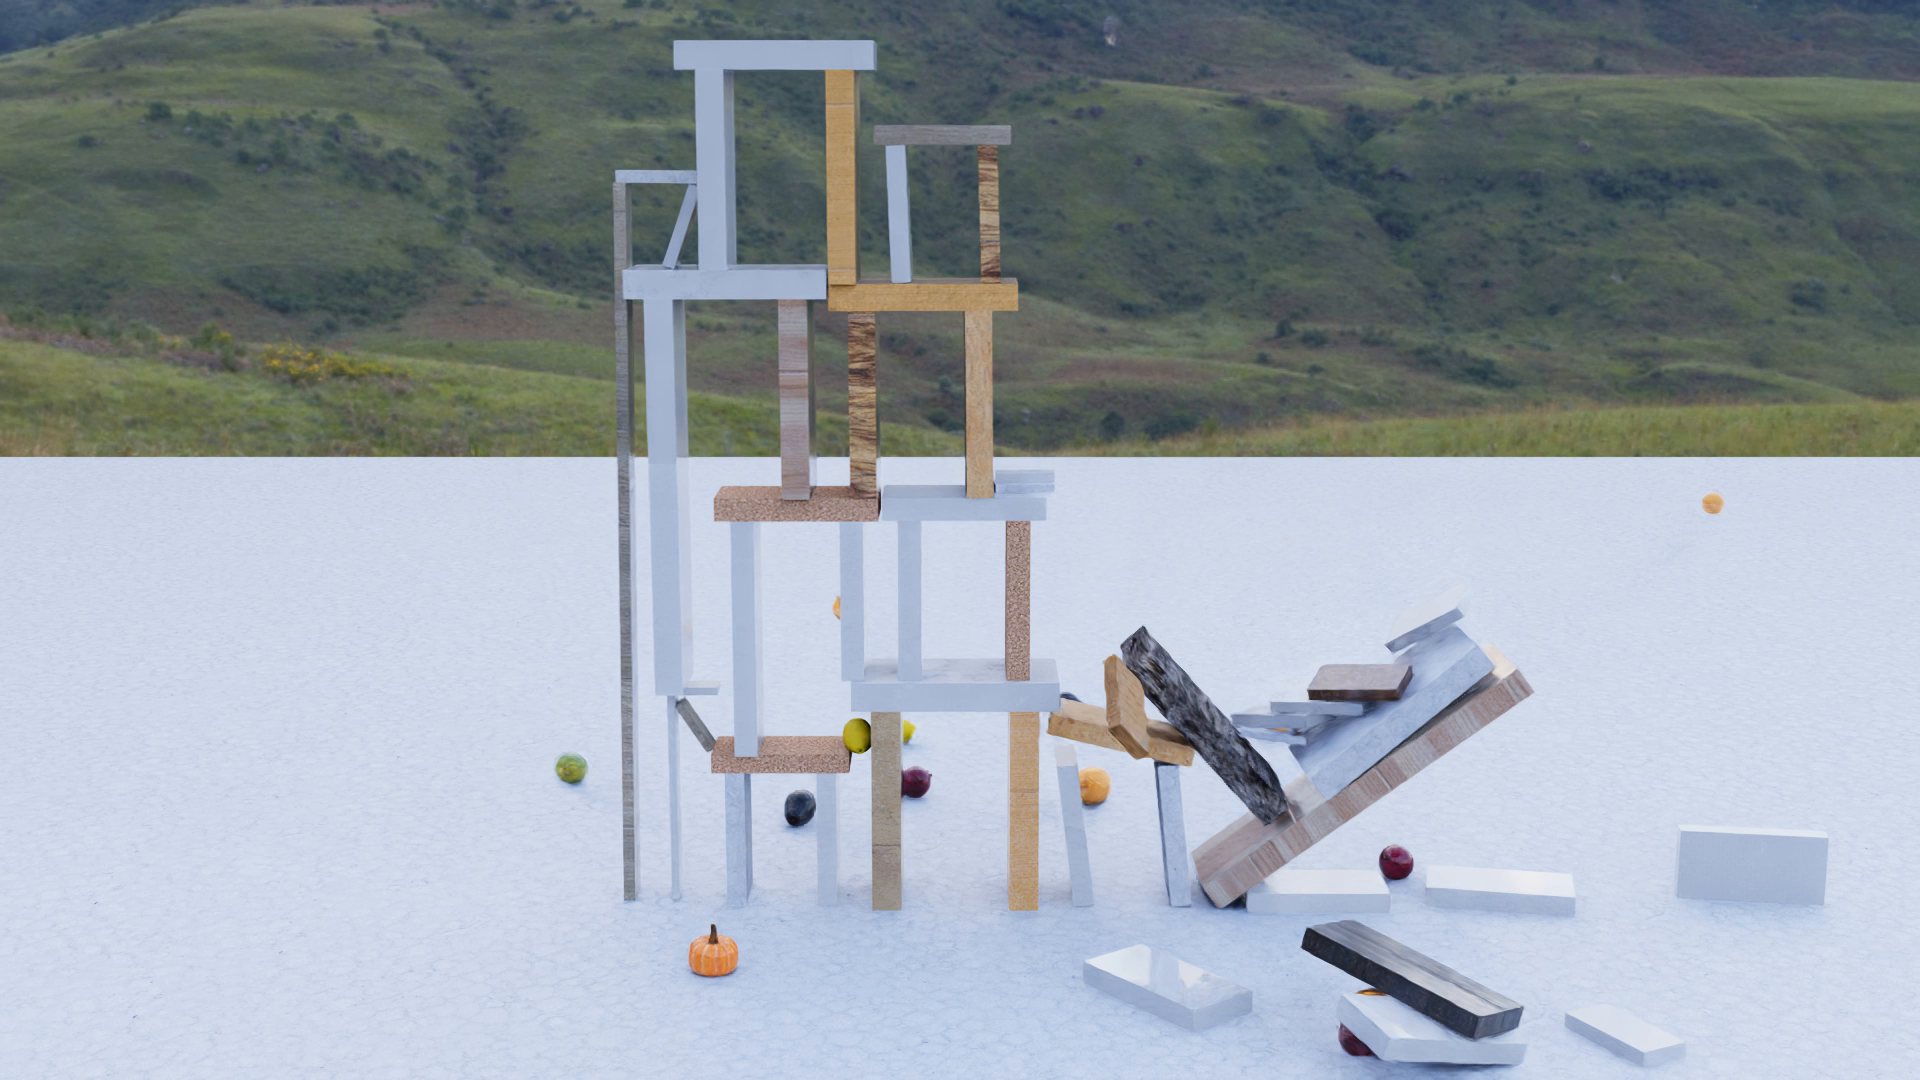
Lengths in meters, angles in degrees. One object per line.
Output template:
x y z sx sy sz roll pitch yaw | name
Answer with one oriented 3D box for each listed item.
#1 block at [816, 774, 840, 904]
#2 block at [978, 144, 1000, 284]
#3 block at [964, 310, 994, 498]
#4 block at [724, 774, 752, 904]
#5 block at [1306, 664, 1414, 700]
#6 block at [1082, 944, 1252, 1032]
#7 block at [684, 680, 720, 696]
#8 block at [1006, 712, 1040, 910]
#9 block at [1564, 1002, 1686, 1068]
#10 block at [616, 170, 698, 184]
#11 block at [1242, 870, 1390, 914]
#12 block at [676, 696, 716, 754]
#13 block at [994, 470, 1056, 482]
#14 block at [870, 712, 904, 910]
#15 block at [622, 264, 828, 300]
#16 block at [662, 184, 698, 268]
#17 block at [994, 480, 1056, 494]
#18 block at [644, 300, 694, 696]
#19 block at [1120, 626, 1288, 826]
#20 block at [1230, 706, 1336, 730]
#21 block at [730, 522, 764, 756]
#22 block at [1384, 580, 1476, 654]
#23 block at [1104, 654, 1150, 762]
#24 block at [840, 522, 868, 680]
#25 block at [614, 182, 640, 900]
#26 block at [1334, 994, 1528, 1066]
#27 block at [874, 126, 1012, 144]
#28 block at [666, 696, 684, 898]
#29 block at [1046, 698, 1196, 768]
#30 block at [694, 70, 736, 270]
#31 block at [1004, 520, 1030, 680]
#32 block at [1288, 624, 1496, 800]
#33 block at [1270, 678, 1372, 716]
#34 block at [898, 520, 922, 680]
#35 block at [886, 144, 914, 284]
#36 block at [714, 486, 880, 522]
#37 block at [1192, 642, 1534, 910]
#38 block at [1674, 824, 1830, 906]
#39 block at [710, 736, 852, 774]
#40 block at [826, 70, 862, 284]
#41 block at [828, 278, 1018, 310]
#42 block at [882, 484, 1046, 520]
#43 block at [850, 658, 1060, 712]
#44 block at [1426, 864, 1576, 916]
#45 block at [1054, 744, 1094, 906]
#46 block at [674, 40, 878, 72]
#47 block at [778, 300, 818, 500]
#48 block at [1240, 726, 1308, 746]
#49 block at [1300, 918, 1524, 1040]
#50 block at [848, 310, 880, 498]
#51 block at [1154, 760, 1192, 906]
-0.218 0.480 3.650 0.032 0.224 0.112 0 11 0 | block
0.046 -0.514 3.461 0.030 0.212 0.106 -1 10 1 | block
0.029 -0.225 3.521 0.042 0.295 0.148 -1 11 -1 | block
-0.367 0.480 3.650 0.032 0.224 0.112 0 11 0 | block
0.653 0.233 3.591 0.155 0.022 0.077 -3 27 32 | block
0.303 0.655 3.228 0.118 0.033 0.236 -8 13 -37 | block
-0.440 0.242 3.602 0.092 0.013 0.046 0 10 0 | block
0.104 0.425 3.641 0.047 0.335 0.167 0 11 0 | block
0.928 0.690 3.070 0.077 0.022 0.155 -5 12 -26 | block
-0.471 -0.572 3.462 0.133 0.019 0.067 0 11 -2 | block
0.584 0.580 3.632 0.233 0.033 0.117 0 11 0 | block
-0.434 0.304 3.614 0.013 0.092 0.046 -33 9 6 | block
0.105 -0.104 3.568 0.096 0.014 0.048 0 11 -1 | block
-0.119 0.425 3.641 0.047 0.335 0.167 0 11 0 | block
-0.365 -0.410 3.485 0.315 0.045 0.158 0 11 0 | block
-0.435 -0.496 3.466 0.019 0.133 0.067 19 10 -3 | block
0.103 -0.086 3.549 0.096 0.014 0.048 -1 11 -6 | block
-0.468 -0.076 3.547 0.045 0.634 0.157 0 11 0 | block
0.399 0.303 3.610 0.049 0.344 0.172 -41 9 10 | block
0.541 0.297 3.686 0.079 0.022 0.158 -10 5 -43 | block
-0.346 0.149 3.585 0.037 0.386 0.130 0 11 0 | block
0.775 0.127 3.626 0.155 0.022 0.077 -34 15 41 | block
0.253 0.255 3.354 0.022 0.079 0.158 -29 32 21 | block
-0.173 0.087 3.573 0.037 0.260 0.130 0 11 0 | block
-0.538 0.014 3.561 0.019 1.172 0.067 1 11 0 | block
0.640 0.666 2.989 0.236 0.033 0.118 9 14 -27 | block
-0.025 -0.634 3.440 0.212 0.030 0.106 0 11 2 | block
-0.471 0.420 3.635 0.013 0.348 0.046 0 11 0 | block
0.266 0.315 3.621 0.239 0.034 0.120 13 11 3 | block
-0.382 -0.580 3.449 0.043 0.304 0.152 0 11 0 | block
0.093 0.086 3.574 0.037 0.261 0.131 0 11 0 | block
0.705 0.276 3.613 0.344 0.049 0.172 -40 12 5 | block
0.599 0.258 3.634 0.158 0.022 0.079 0 27 27 | block
-0.081 0.086 3.574 0.037 0.261 0.131 0 11 0 | block
-0.095 -0.515 3.464 0.030 0.212 0.106 -2 10 1 | block
-0.260 -0.059 3.546 0.260 0.037 0.130 0 11 0 | block
0.656 0.388 3.634 0.617 0.049 0.172 -36 9 7 | block
1.307 0.537 3.635 0.233 0.117 0.033 2 11 9 | block
-0.292 0.354 3.627 0.224 0.032 0.112 0 11 0 | block
-0.182 -0.570 3.452 0.043 0.326 0.152 0 11 1 | block
-0.057 -0.391 3.492 0.295 0.042 0.148 0 11 1 | block
0.007 -0.060 3.547 0.261 0.037 0.131 0 11 0 | block
-0.008 0.237 3.607 0.335 0.047 0.167 0 11 0 | block
0.892 0.579 3.638 0.236 0.033 0.117 2 11 12 | block
0.189 0.472 3.644 0.034 0.239 0.120 -7 10 2 | block
-0.284 -0.751 3.418 0.304 0.043 0.152 0 11 0 | block
-0.259 -0.233 3.518 0.045 0.315 0.158 0 11 1 | block
0.521 0.325 3.649 0.111 0.014 0.048 7 1 11 | block
0.629 0.610 3.070 0.118 0.033 0.291 3 15 -47 | block
-0.152 -0.224 3.521 0.042 0.296 0.148 0 11 1 | block
0.351 0.472 3.643 0.034 0.239 0.120 -6 11 2 | block
